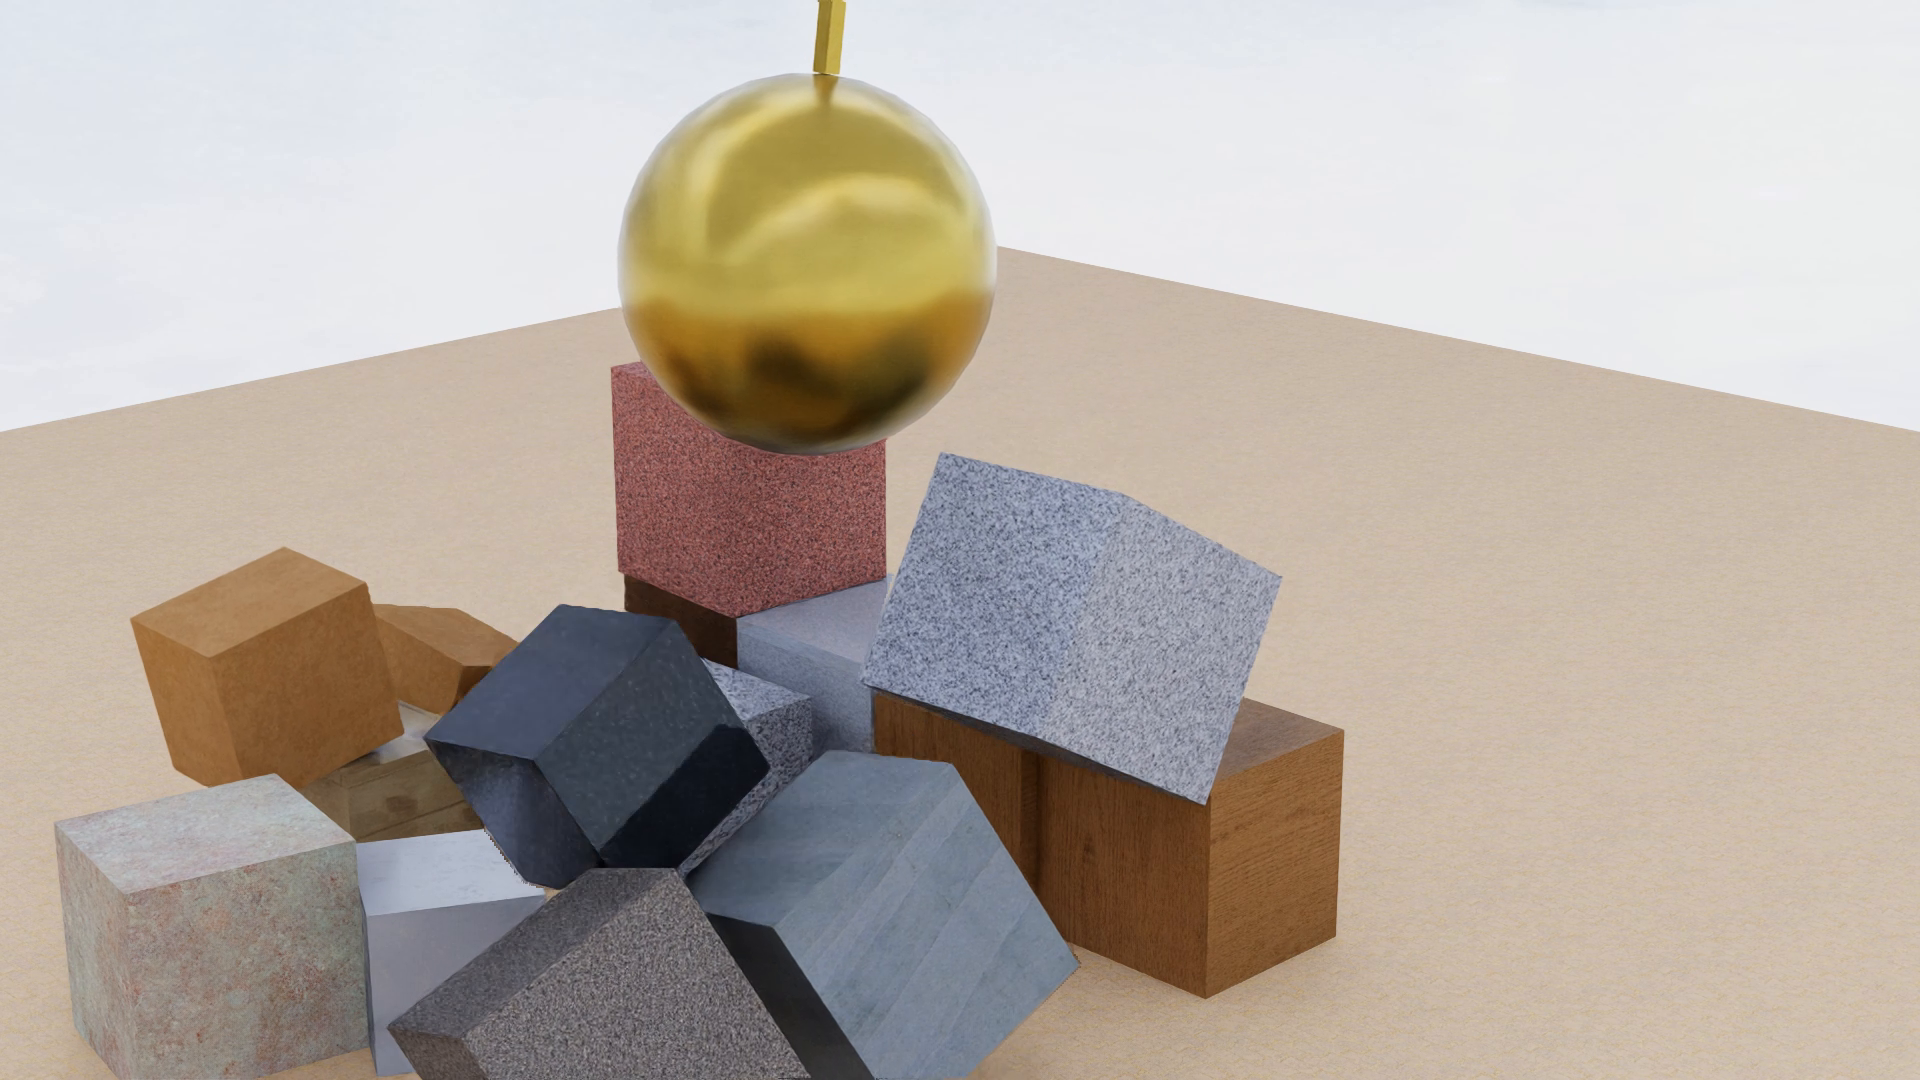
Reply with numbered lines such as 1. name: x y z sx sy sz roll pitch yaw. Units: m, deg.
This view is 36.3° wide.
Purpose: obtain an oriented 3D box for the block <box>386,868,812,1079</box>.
1. block: -1.269 1.799 10.290 0.942 0.903 0.762 -38 13 -27

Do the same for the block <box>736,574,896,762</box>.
1. block: -0.374 0.847 13.964 0.988 1.010 0.929 -16 24 -42

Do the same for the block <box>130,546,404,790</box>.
1. block: -3.033 0.600 12.870 0.792 0.762 0.670 -29 32 -36

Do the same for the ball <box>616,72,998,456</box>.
1. ball: -0.641 -1.154 12.307 1.600 1.600 1.600 0 17 0

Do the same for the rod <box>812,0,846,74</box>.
1. rod: -0.278 -4.469 11.646 0.080 5.200 0.080 17 15 42

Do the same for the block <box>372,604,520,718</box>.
1. block: -2.517 0.779 14.210 0.805 0.673 0.725 25 10 33

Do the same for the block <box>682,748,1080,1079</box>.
1. block: -0.350 1.493 11.138 0.935 0.973 0.904 -41 21 -26

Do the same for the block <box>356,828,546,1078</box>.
1. block: -2.075 1.657 11.910 0.697 0.697 0.727 -5 18 -16

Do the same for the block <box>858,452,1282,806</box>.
1. block: 0.459 0.361 11.899 0.984 0.988 1.139 14 -8 43

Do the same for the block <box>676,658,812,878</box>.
1. block: -1.292 1.105 13.415 0.931 0.849 0.821 16 24 42

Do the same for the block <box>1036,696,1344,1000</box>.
1. block: 0.990 1.260 12.722 0.870 0.968 0.981 -16 24 -42

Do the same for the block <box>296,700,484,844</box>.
1. block: -2.688 1.205 13.351 0.727 0.695 0.732 15 23 40

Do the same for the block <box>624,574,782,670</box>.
1. block: -1.009 0.644 14.601 0.925 1.016 0.901 -17 24 -42

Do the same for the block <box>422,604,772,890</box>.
1. block: -1.367 0.805 11.074 0.753 0.751 0.778 5 43 48

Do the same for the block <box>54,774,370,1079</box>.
1. block: -3.006 1.587 11.783 0.931 0.906 0.845 -11 21 -32

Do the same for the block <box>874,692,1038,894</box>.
1. block: 0.313 1.098 13.379 1.058 0.882 0.912 -17 24 -42

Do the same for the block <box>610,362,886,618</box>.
1. block: -1.023 -0.327 14.265 0.943 1.037 0.938 -14 23 -38
